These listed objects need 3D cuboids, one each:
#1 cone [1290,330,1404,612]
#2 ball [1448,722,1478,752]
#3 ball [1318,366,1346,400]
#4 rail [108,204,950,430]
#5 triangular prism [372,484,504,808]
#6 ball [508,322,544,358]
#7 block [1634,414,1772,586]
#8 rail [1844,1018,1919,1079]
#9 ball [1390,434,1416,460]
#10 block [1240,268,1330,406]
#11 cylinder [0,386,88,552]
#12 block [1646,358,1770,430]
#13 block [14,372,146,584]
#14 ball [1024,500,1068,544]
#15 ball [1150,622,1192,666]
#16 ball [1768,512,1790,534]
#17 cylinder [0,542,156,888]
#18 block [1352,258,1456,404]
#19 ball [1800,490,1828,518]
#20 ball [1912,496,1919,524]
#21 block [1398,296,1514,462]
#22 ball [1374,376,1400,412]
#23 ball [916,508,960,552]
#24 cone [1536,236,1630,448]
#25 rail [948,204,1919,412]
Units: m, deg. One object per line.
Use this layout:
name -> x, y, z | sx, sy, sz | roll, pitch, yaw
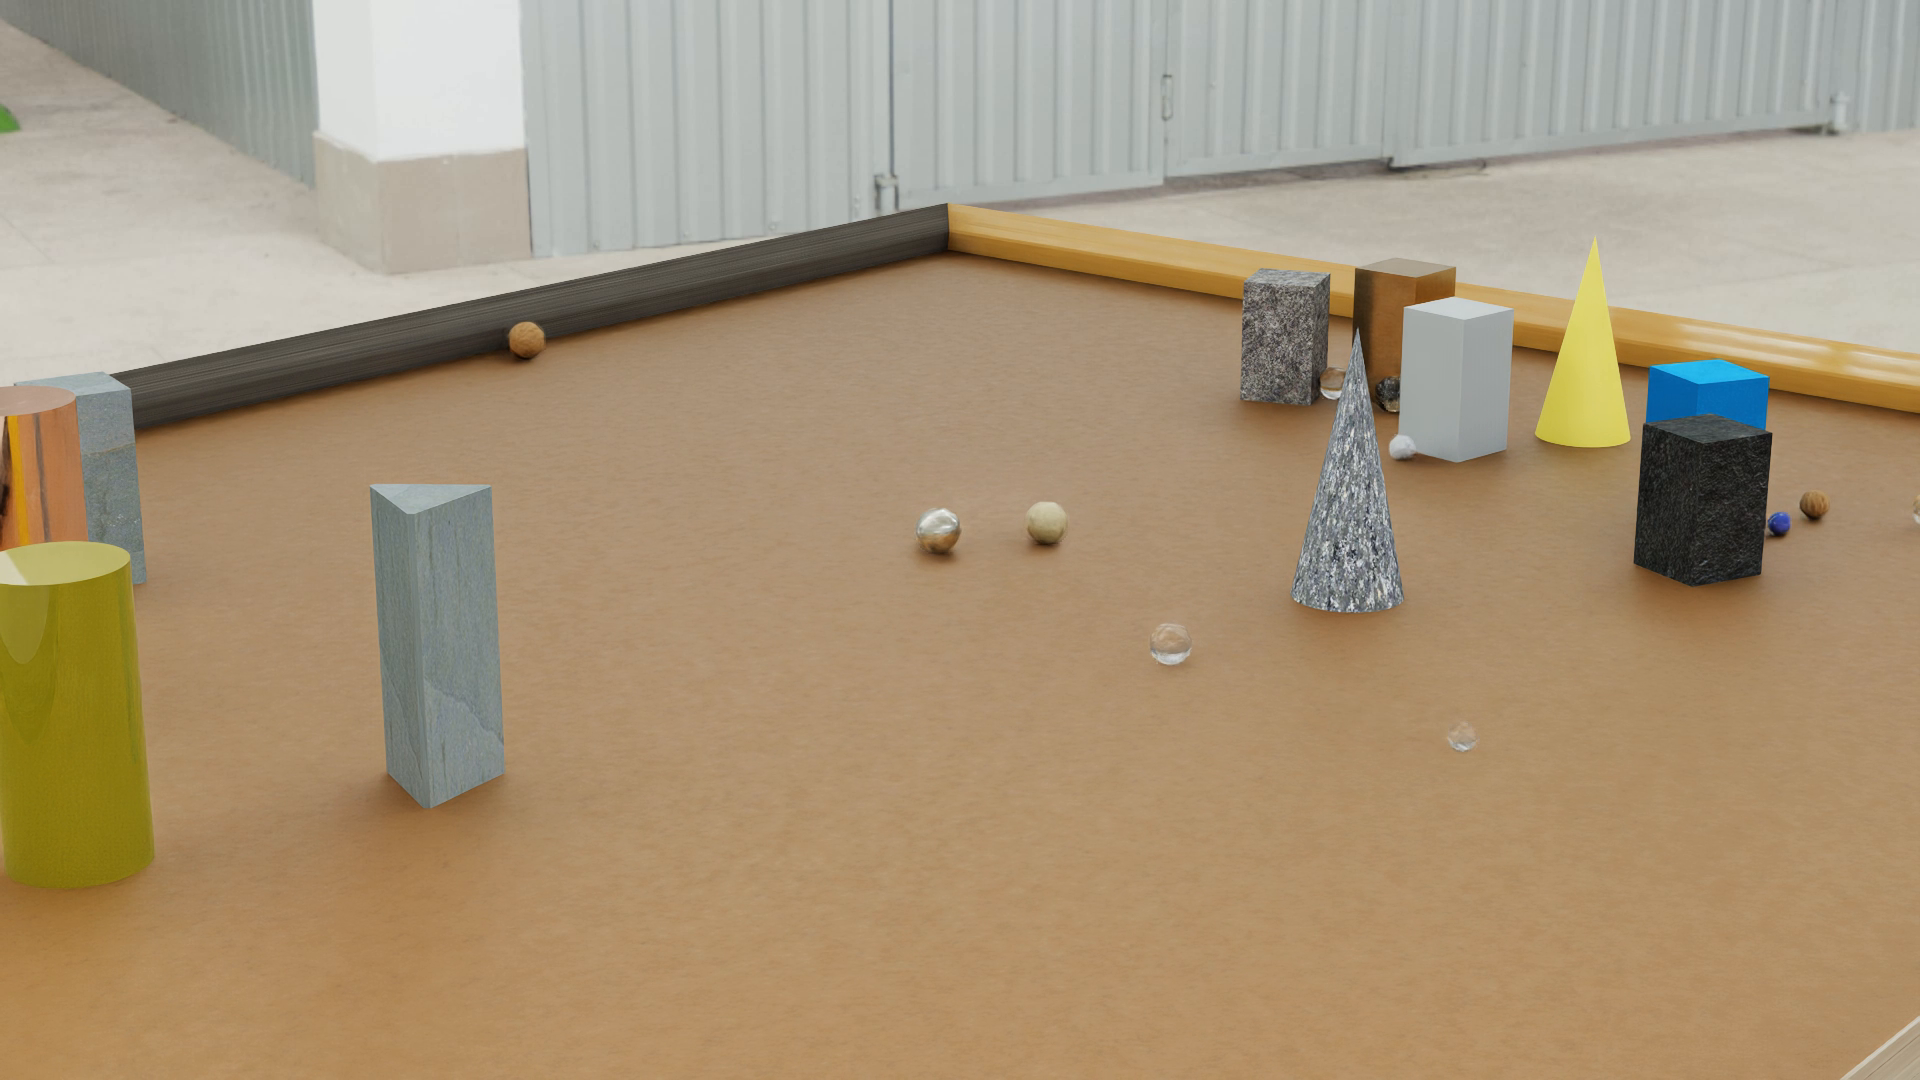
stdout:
cone -> 0.678, -0.134, 5.064 | 0.198, 0.481, 0.198 | 0, 17, 0
ball -> 0.754, 0.295, 4.399 | 0.044, 0.044, 0.044 | 0, 17, 0
ball -> 0.828, -0.347, 6.476 | 0.074, 0.074, 0.074 | 0, 17, 0
rail -> -1.547, -0.355, 6.406 | 0.045, 0.129, 4.670 | 14, 22, 39
triangular prism -> -0.779, 0.141, 4.225 | 0.148, 0.438, 0.171 | 10, 19, 30
ball -> -1.014, -0.467, 6.855 | 0.085, 0.085, 0.085 | 0, 17, 0
block -> 1.327, -0.073, 5.242 | 0.158, 0.262, 0.158 | -9, 19, -26
rail -> 1.547, 0.420, 3.833 | 0.045, 0.129, 4.670 | 14, 22, 39
ball -> 0.903, -0.188, 5.986 | 0.053, 0.053, 0.053 | 0, 17, 0
block -> 0.720, -0.451, 6.490 | 0.158, 0.265, 0.158 | 6, 18, 19
cylinder -> -1.468, 0.011, 4.596 | 0.198, 0.473, 0.198 | 0, 17, 0
block -> 1.417, -0.186, 5.587 | 0.158, 0.279, 0.158 | -6, 18, -20
block -> -1.553, -0.101, 5.175 | 0.158, 0.353, 0.158 | -11, 20, -31
ball -> 0.159, -0.033, 5.425 | 0.079, 0.079, 0.079 | 0, 17, 0
ball -> 0.343, 0.169, 4.773 | 0.069, 0.069, 0.069 | 0, 17, 0
ball -> 1.532, -0.031, 5.484 | 0.041, 0.041, 0.041 | 0, 17, 0
cylinder -> -1.201, 0.233, 3.942 | 0.198, 0.425, 0.198 | 0, 17, 0
block -> 0.976, -0.456, 6.460 | 0.158, 0.293, 0.158 | 15, 22, 40
ball -> 1.628, -0.069, 5.588 | 0.054, 0.054, 0.054 | 0, 17, 0
ball -> 1.830, -0.056, 5.504 | 0.079, 0.079, 0.079 | 0, 17, 0
block -> 1.021, -0.332, 6.040 | 0.158, 0.297, 0.158 | -14, 22, -39
ball -> 0.941, -0.317, 6.368 | 0.079, 0.079, 0.079 | 0, 17, 0
ball -> -0.040, -0.018, 5.369 | 0.083, 0.083, 0.083 | 0, 17, 0
cone -> 1.314, -0.426, 6.126 | 0.198, 0.428, 0.198 | 0, 17, 0
rail -> 1.515, -0.471, 6.791 | 4.146, 0.129, 0.045 | 14, 22, 39
